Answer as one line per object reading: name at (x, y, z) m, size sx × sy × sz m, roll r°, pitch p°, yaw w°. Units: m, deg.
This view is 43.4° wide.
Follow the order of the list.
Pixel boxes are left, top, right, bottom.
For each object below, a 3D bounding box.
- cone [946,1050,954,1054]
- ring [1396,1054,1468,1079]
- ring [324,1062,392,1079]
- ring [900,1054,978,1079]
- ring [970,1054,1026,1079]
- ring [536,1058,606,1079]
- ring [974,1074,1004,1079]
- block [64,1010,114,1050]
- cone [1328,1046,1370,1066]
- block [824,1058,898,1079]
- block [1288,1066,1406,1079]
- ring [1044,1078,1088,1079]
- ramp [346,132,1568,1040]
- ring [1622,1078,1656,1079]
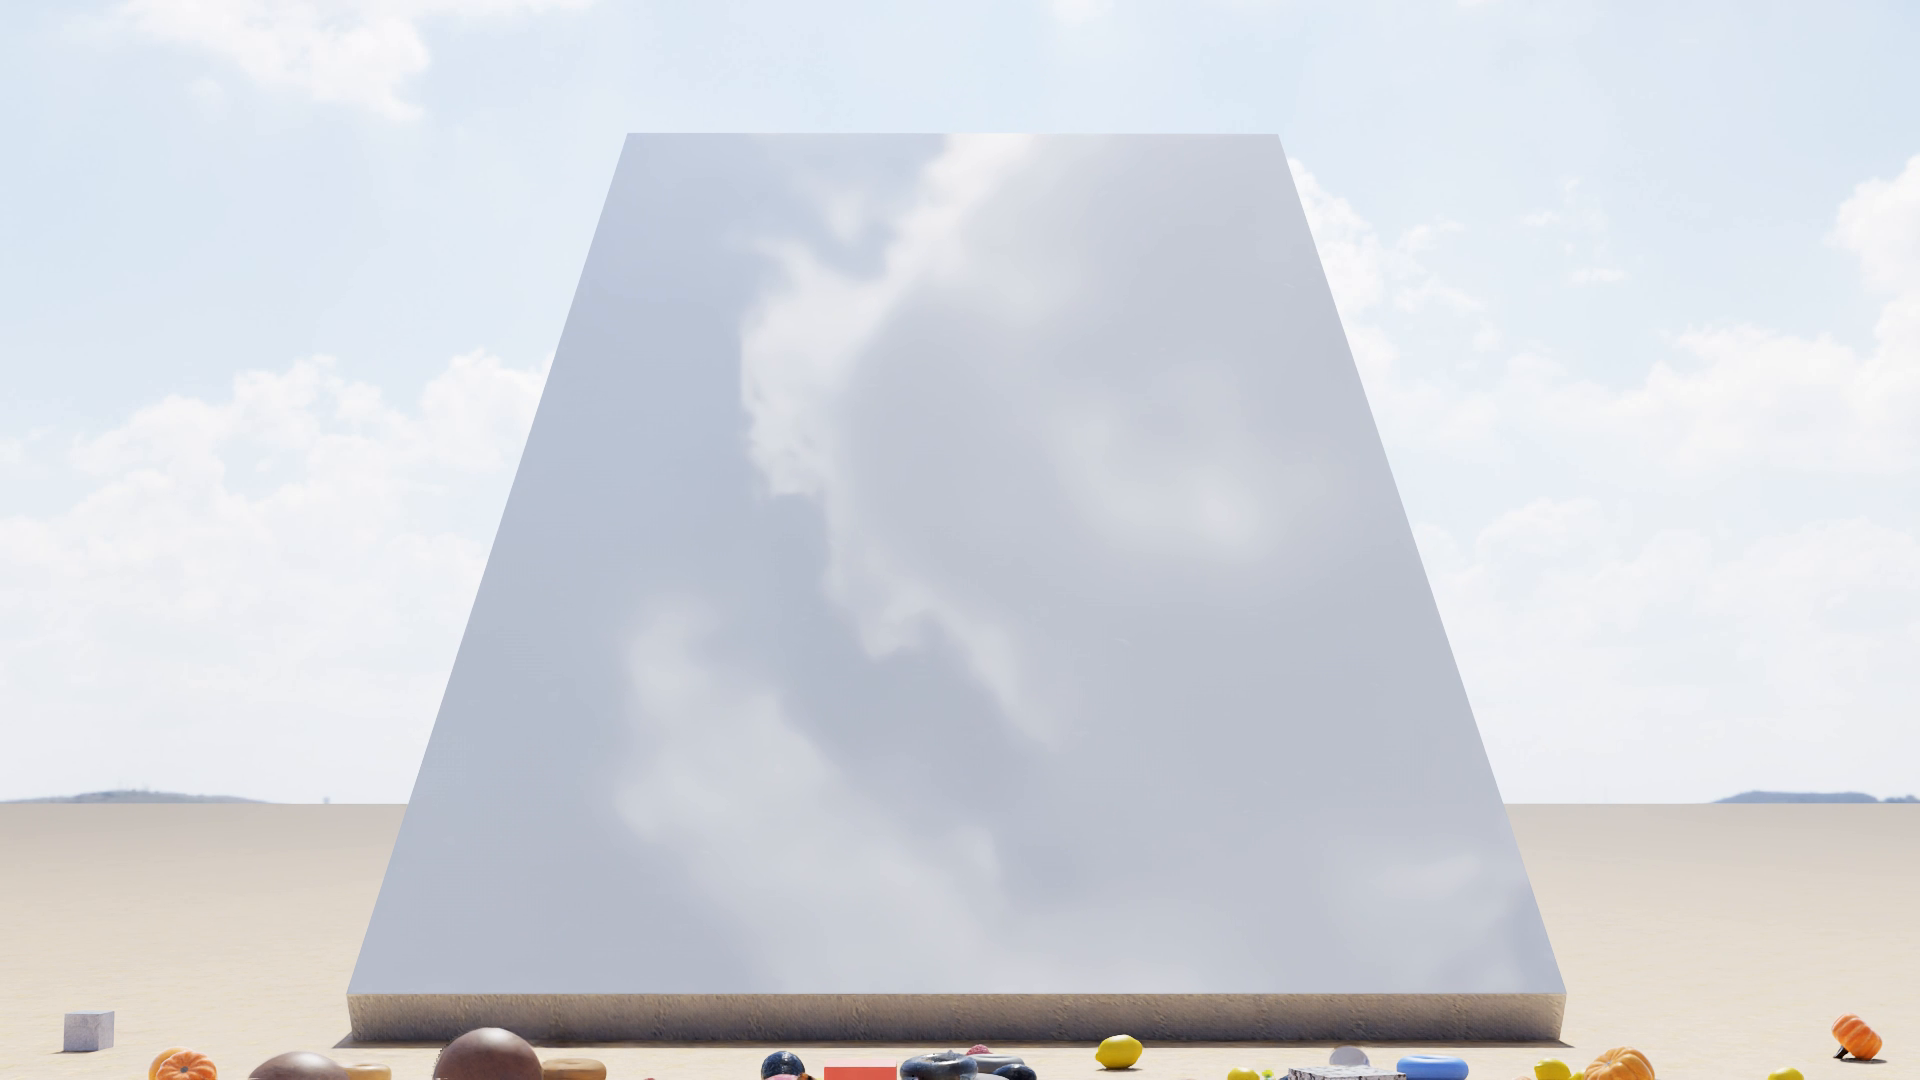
cone at (0.005, 0.718, 3.134) m, size 0.083 × 0.083 × 0.083 m, roll 26°, pitch 0°, yaw 14°
ring at (0.671, 0.752, 3.431) m, size 0.102 × 0.034 × 0.102 m, roll 1°, pitch -7°, yaw 0°
ring at (-0.838, 0.746, 3.358) m, size 0.094 × 0.031 × 0.094 m, roll 0°, pitch -7°, yaw 0°
ring at (-0.027, 0.661, 3.006) m, size 0.098 × 0.033 × 0.098 m, roll -4°, pitch -3°, yaw 0°
ring at (0.047, 0.757, 3.468) m, size 0.094 × 0.031 × 0.094 m, roll 1°, pitch -6°, yaw 0°
ring at (-0.545, 0.748, 3.388) m, size 0.098 × 0.033 × 0.098 m, roll 1°, pitch -5°, yaw 0°
ring at (0.002, 0.701, 3.022) m, size 0.146 × 0.049 × 0.146 m, roll -2°, pitch -3°, yaw 0°
block at (-1.397, 0.787, 3.872) m, size 0.058 × 0.058 × 0.058 m, roll 0°, pitch -6°, yaw 4°
cone at (0.546, 0.751, 3.386) m, size 0.057 × 0.057 × 0.057 m, roll -1°, pitch 21°, yaw 9°
block at (-0.119, 0.668, 2.888) m, size 0.085 × 0.085 × 0.085 m, roll 0°, pitch -6°, yaw 0°
block at (0.433, 0.643, 2.702) m, size 0.096 × 0.096 × 0.096 m, roll 2°, pitch -6°, yaw -20°
ring at (0.140, 0.705, 3.042) m, size 0.134 × 0.045 × 0.134 m, roll 1°, pitch -7°, yaw 0°
ramp at (-0.013, -0.211, 5.713) m, size 2.000 × 0.100 × 4.000 m, roll 0°, pitch 30°, yaw 0°
ring at (0.912, 0.734, 3.223) m, size 0.078 × 0.026 × 0.078 m, roll 1°, pitch -7°, yaw 0°
